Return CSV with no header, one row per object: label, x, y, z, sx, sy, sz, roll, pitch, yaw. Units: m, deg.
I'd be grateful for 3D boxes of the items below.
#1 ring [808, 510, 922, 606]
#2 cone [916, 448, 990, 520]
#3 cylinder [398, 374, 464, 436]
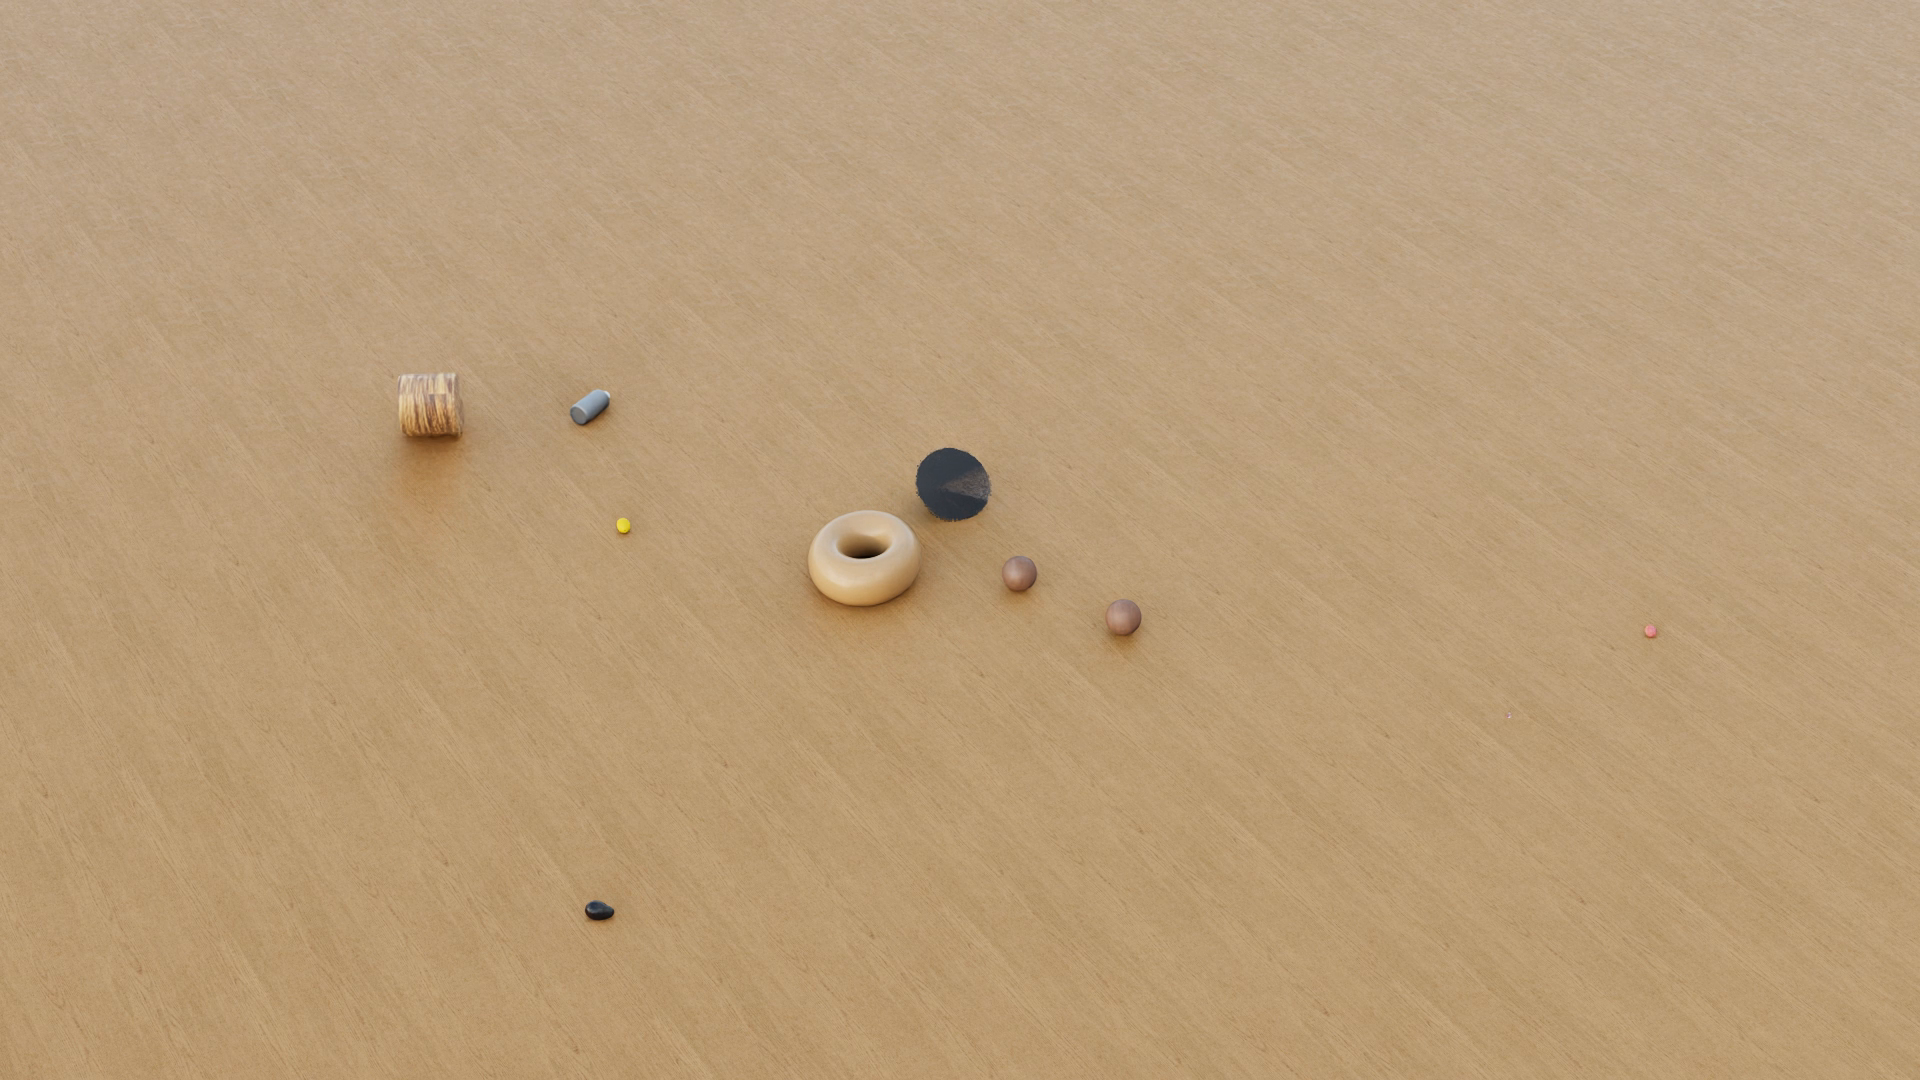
ring,-0.347,0.064,10.690,0.414,0.177,0.474,4,35,8
cone,-0.075,-0.207,11.149,0.312,0.267,0.234,20,-10,-24
cylinder,-2.072,-0.528,11.487,0.217,0.324,0.233,-2,77,-3
